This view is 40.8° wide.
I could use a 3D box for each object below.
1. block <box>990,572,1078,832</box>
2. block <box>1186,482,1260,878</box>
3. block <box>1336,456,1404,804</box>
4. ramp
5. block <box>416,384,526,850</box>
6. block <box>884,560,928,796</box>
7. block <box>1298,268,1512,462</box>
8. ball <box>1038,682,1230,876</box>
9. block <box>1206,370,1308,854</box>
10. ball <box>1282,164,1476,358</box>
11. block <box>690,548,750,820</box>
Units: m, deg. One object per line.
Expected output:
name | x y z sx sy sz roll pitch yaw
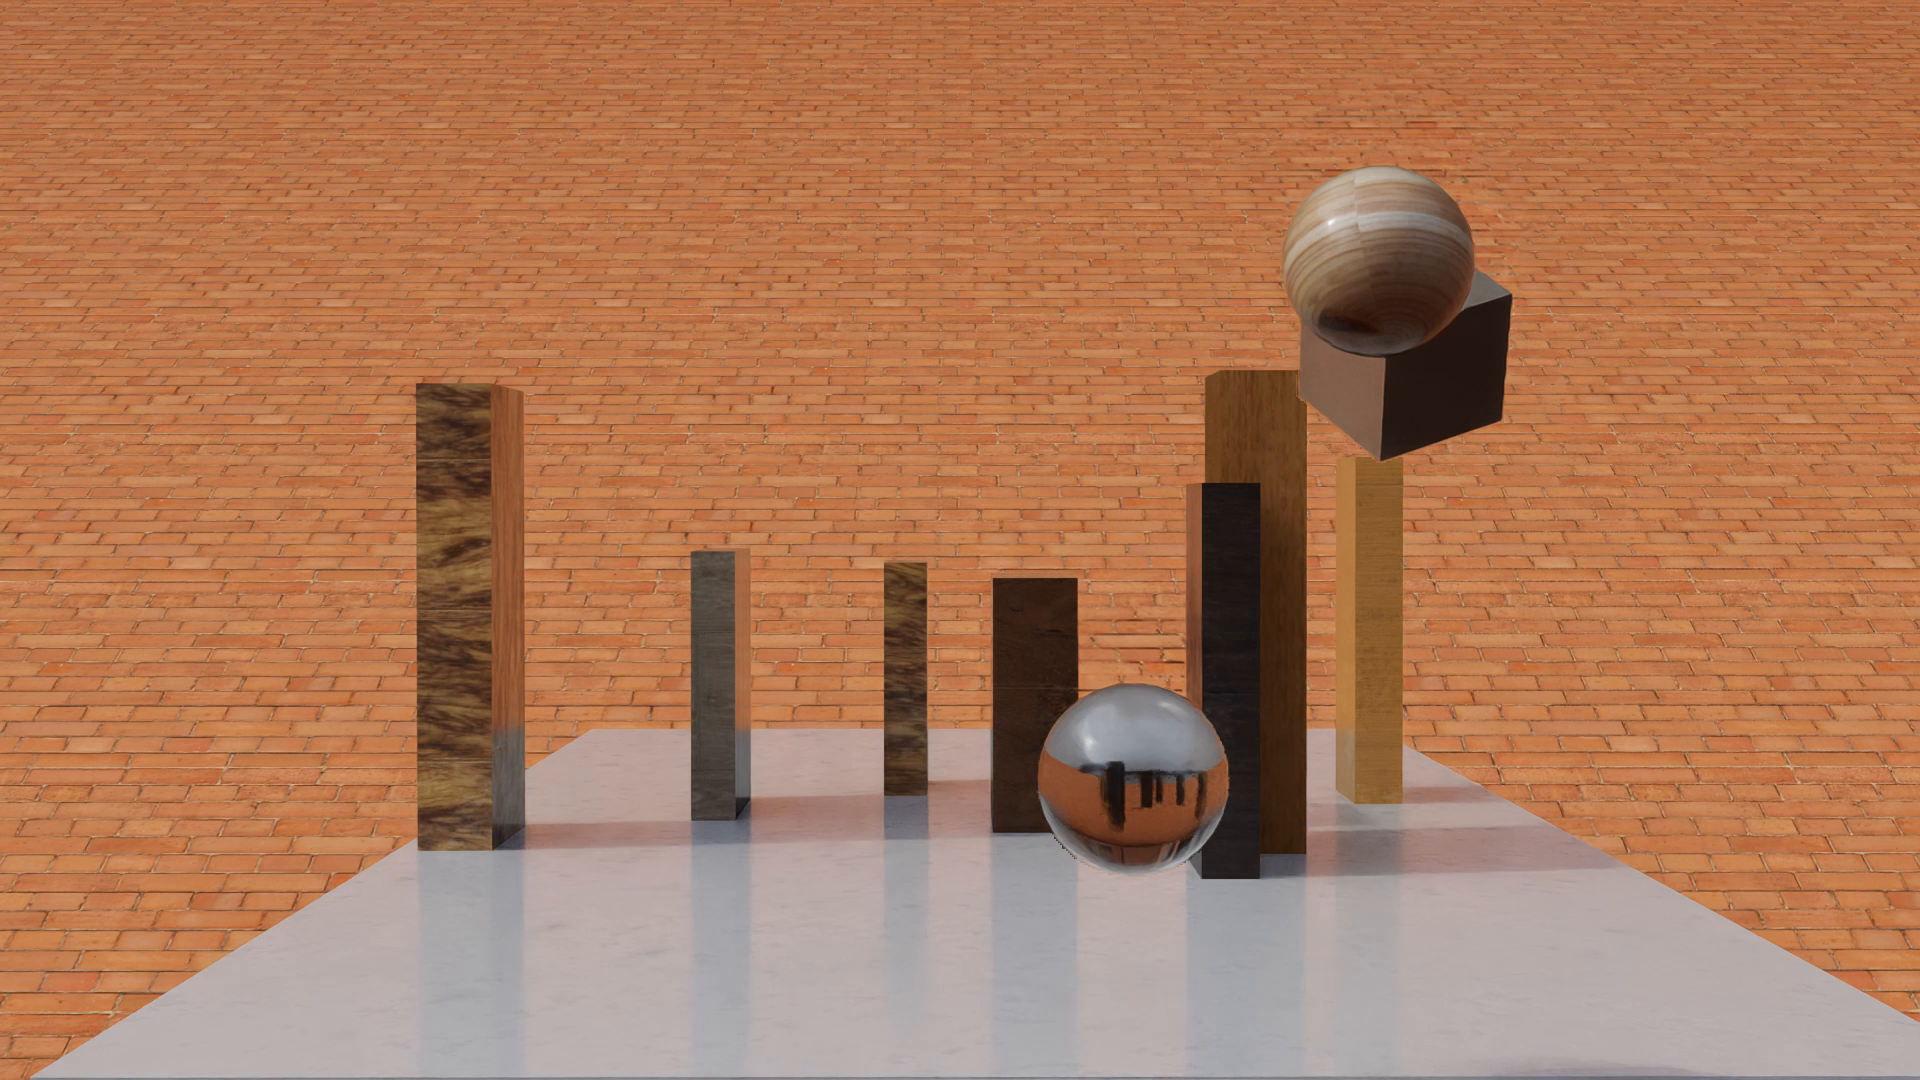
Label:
block | 0.132 0.287 4.676 0.148 0.446 0.326 0 1 0
block | 0.415 0.214 4.091 0.090 0.607 0.271 0 1 0
block | 0.802 0.171 5.068 0.091 0.664 0.252 0 1 0
ramp | 0.062 0.561 4.599 2.000 0.100 4.000 0 1 0
block | -0.839 0.126 4.444 0.124 0.775 0.327 0 1 0
block | -0.108 0.272 5.214 0.084 0.459 0.255 0 1 0
block | 0.465 -0.204 2.712 0.153 0.153 0.153 -18 38 -20
ball | 0.169 0.233 2.523 0.187 0.187 0.187 0 28 0
block | 0.497 0.117 4.361 0.143 0.794 0.252 0 1 0
ball | 0.408 -0.272 2.520 0.187 0.187 0.187 0 28 0
block | -0.449 0.263 4.866 0.080 0.489 0.352 0 1 0
